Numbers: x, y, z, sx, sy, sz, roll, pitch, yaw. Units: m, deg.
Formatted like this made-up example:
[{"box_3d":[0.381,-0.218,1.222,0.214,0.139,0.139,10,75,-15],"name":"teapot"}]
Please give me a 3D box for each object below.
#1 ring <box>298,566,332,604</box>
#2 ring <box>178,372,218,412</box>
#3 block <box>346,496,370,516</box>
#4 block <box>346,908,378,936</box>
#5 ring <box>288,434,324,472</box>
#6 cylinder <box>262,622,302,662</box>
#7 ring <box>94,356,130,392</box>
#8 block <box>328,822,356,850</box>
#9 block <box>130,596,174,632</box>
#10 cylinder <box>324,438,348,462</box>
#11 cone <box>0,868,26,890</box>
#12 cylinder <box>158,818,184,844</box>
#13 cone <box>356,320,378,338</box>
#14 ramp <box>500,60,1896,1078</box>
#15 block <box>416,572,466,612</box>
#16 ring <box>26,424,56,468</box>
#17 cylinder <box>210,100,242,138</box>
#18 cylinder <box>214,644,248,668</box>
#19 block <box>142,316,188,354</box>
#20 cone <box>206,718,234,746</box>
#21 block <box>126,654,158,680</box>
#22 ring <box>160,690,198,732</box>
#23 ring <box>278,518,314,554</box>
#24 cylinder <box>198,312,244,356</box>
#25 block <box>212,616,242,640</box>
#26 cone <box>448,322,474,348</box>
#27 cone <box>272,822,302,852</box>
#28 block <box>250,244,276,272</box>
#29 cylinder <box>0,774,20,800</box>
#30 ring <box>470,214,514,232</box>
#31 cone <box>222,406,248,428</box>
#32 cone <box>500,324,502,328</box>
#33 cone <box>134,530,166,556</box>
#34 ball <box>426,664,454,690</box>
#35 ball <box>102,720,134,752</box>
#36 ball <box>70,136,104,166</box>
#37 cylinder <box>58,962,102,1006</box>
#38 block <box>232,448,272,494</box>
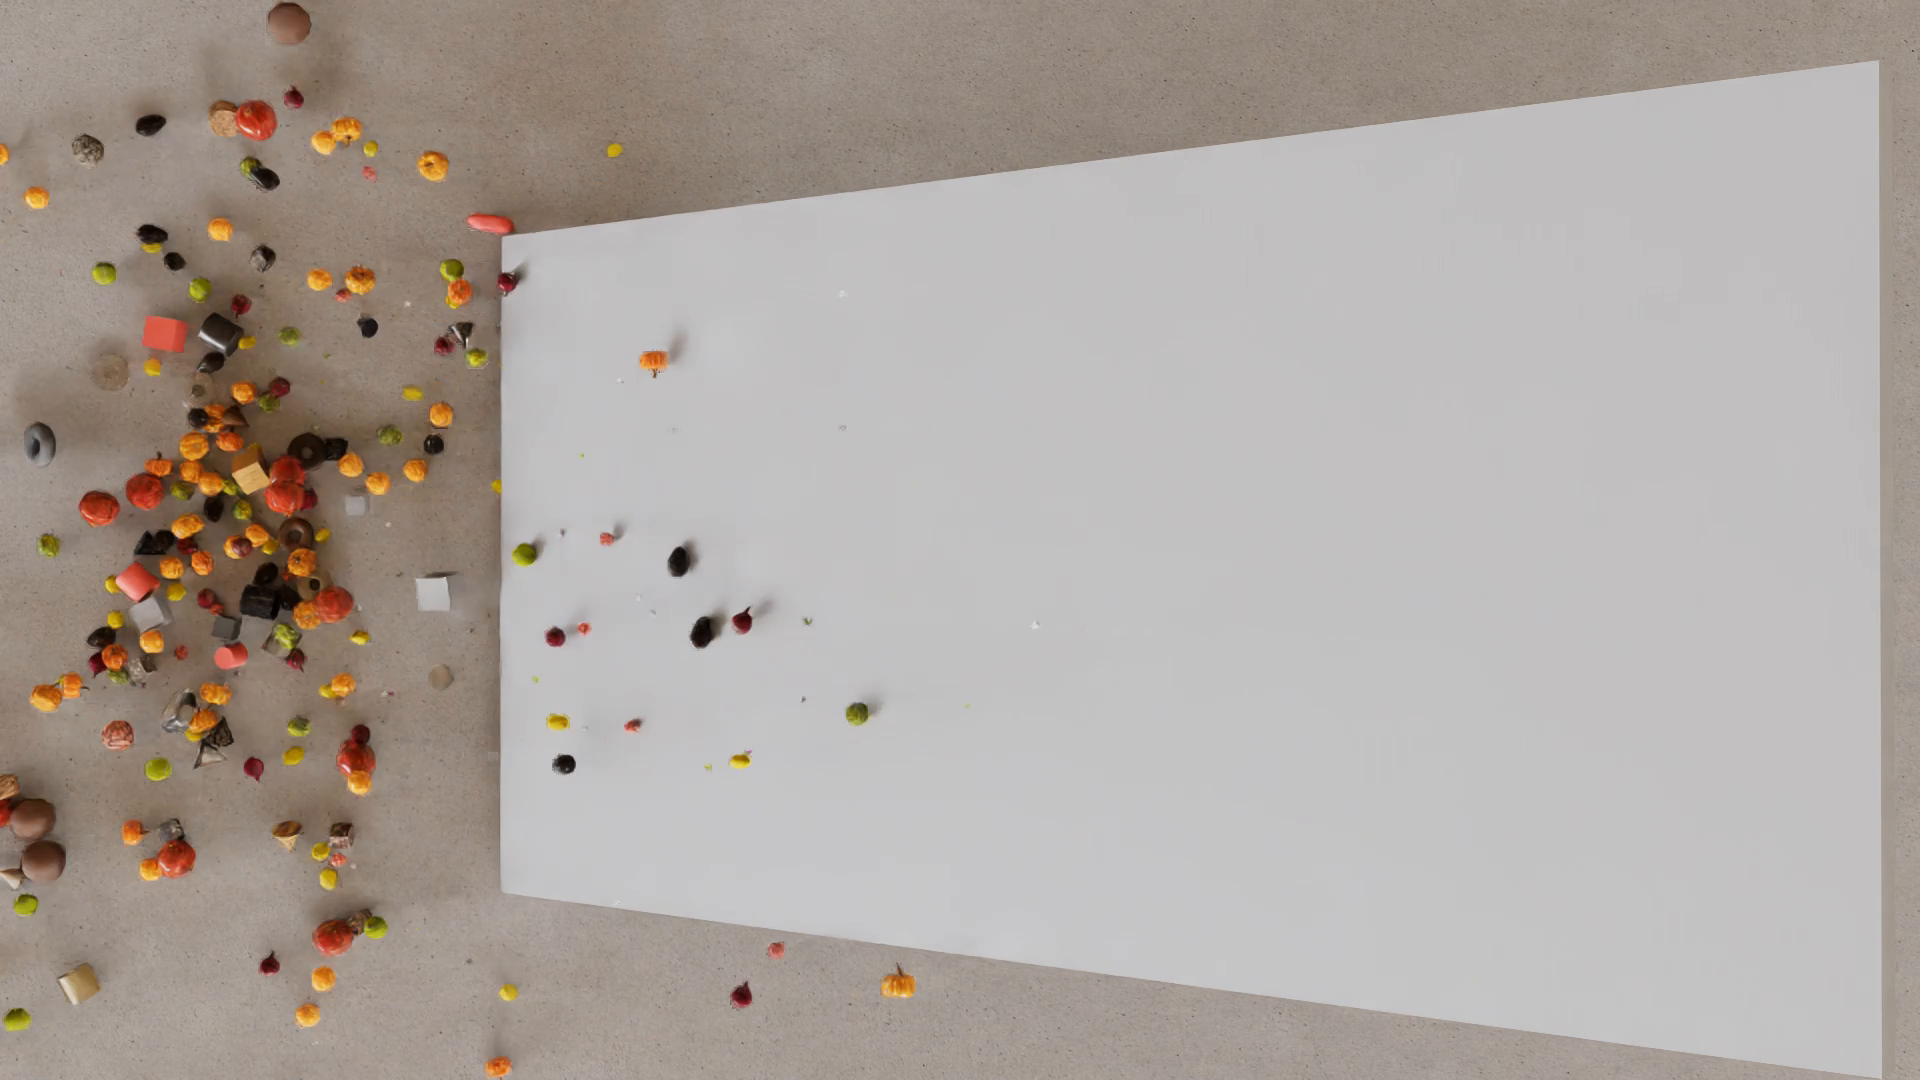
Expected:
[{"box_3d":[-1.985,0.138,6.768,0.112,0.037,0.112,0,87,4],"name":"ring"},{"box_3d":[-2.347,-0.458,6.772,0.123,0.041,0.123,0,90,-1],"name":"ring"},{"box_3d":[-1.851,-0.104,6.762,0.054,0.054,0.054,-2,90,0],"name":"block"},{"box_3d":[-1.836,1.172,6.750,0.059,0.059,0.059,-32,90,0],"name":"block"},{"box_3d":[-2.010,-0.268,6.770,0.120,0.040,0.120,0,92,3],"name":"ring"},{"box_3d":[-2.055,0.309,6.664,0.088,0.088,0.088,27,80,0],"name":"cylinder"},{"box_3d":[-2.614,-0.513,6.774,0.113,0.038,0.113,0,89,-1],"name":"ring"},{"box_3d":[-1.892,0.905,6.735,0.058,0.058,0.058,1,129,4],"name":"block"},{"box_3d":[-2.478,0.227,6.745,0.083,0.083,0.083,-24,90,0],"name":"block"},{"box_3d":[-1.918,-0.277,6.758,0.065,0.065,0.065,4,90,0],"name":"cylinder"},{"box_3d":[-2.904,1.021,6.711,0.072,0.072,0.072,32,90,-39],"name":"cone"},{"box_3d":[-2.418,0.893,6.742,0.061,0.061,0.061,-25,84,0],"name":"cylinder"},{"box_3d":[-1.840,-0.663,6.779,0.063,0.063,0.063,29,90,27],"name":"cone"},{"box_3d":[0.233,0.065,5.553,4.000,0.100,2.000,0,89,37],"name":"ramp"},{"box_3d":[-1.578,0.157,6.693,0.100,0.100,0.100,-4,99,16],"name":"block"},{"box_3d":[-2.818,-0.290,6.739,0.137,0.046,0.137,3,95,40],"name":"ring"},{"box_3d":[-2.251,-1.289,6.735,0.089,0.089,0.089,-10,123,-16],"name":"cylinder"},{"box_3d":[-2.233,0.355,6.741,0.069,0.069,0.069,3,98,21],"name":"cylinder"},{"box_3d":[-2.439,-0.631,6.746,0.094,0.094,0.094,10,90,0],"name":"block"},{"box_3d":[-2.259,0.575,6.730,0.083,0.083,0.083,16,107,0],"name":"cone"},{"box_3d":[-2.512,0.391,6.750,0.054,0.054,0.054,-27,90,20],"name":"block"},{"box_3d":[-2.389,0.524,6.725,0.048,0.143,0.143,37,90,-40],"name":"ring"},{"box_3d":[-2.044,-0.014,6.770,0.113,0.038,0.113,0,88,0],"name":"ring"},{"box_3d":[-2.265,-0.631,6.745,0.096,0.096,0.096,30,90,0],"name":"cylinder"},{"box_3d":[-2.252,0.269,6.756,0.062,0.062,0.062,12,90,0],"name":"block"},{"box_3d":[-1.522,-0.619,6.747,0.080,0.080,0.080,-13,82,0],"name":"cone"},{"box_3d":[-2.065,0.926,6.761,0.088,0.088,0.088,0,116,0],"name":"cone"},{"box_3d":[-2.139,-0.864,6.746,0.053,0.053,0.053,-28,129,25],"name":"block"},{"box_3d":[-2.913,0.753,6.699,0.071,0.071,0.071,-11,89,-39],"name":"cylinder"},{"box_3d":[-1.435,-0.969,6.728,0.135,0.135,0.045,8,93,0],"name":"ring"},{"box_3d":[-2.208,-0.364,6.744,0.072,0.072,0.072,26,90,13],"name":"cone"},{"box_3d":[-1.386,-0.645,6.781,0.055,0.055,0.055,-17,116,0],"name":"cone"},{"box_3d":[-2.483,0.028,6.769,0.085,0.085,0.085,30,90,-26],"name":"cone"},{"box_3d":[-1.595,0.421,6.746,0.079,0.079,0.079,0,90,0],"name":"ball"},{"box_3d":[-2.566,0.597,6.704,0.095,0.095,0.095,0,90,0],"name":"ball"},{"box_3d":[-2.678,-1.194,6.749,0.095,0.095,0.095,0,90,0],"name":"ball"},{"box_3d":[-2.690,1.357,6.724,0.093,0.093,0.093,-26,96,0],"name":"cylinder"},{"box_3d":[-2.167,-0.211,6.729,0.087,0.087,0.087,-24,127,0],"name":"block"}]
